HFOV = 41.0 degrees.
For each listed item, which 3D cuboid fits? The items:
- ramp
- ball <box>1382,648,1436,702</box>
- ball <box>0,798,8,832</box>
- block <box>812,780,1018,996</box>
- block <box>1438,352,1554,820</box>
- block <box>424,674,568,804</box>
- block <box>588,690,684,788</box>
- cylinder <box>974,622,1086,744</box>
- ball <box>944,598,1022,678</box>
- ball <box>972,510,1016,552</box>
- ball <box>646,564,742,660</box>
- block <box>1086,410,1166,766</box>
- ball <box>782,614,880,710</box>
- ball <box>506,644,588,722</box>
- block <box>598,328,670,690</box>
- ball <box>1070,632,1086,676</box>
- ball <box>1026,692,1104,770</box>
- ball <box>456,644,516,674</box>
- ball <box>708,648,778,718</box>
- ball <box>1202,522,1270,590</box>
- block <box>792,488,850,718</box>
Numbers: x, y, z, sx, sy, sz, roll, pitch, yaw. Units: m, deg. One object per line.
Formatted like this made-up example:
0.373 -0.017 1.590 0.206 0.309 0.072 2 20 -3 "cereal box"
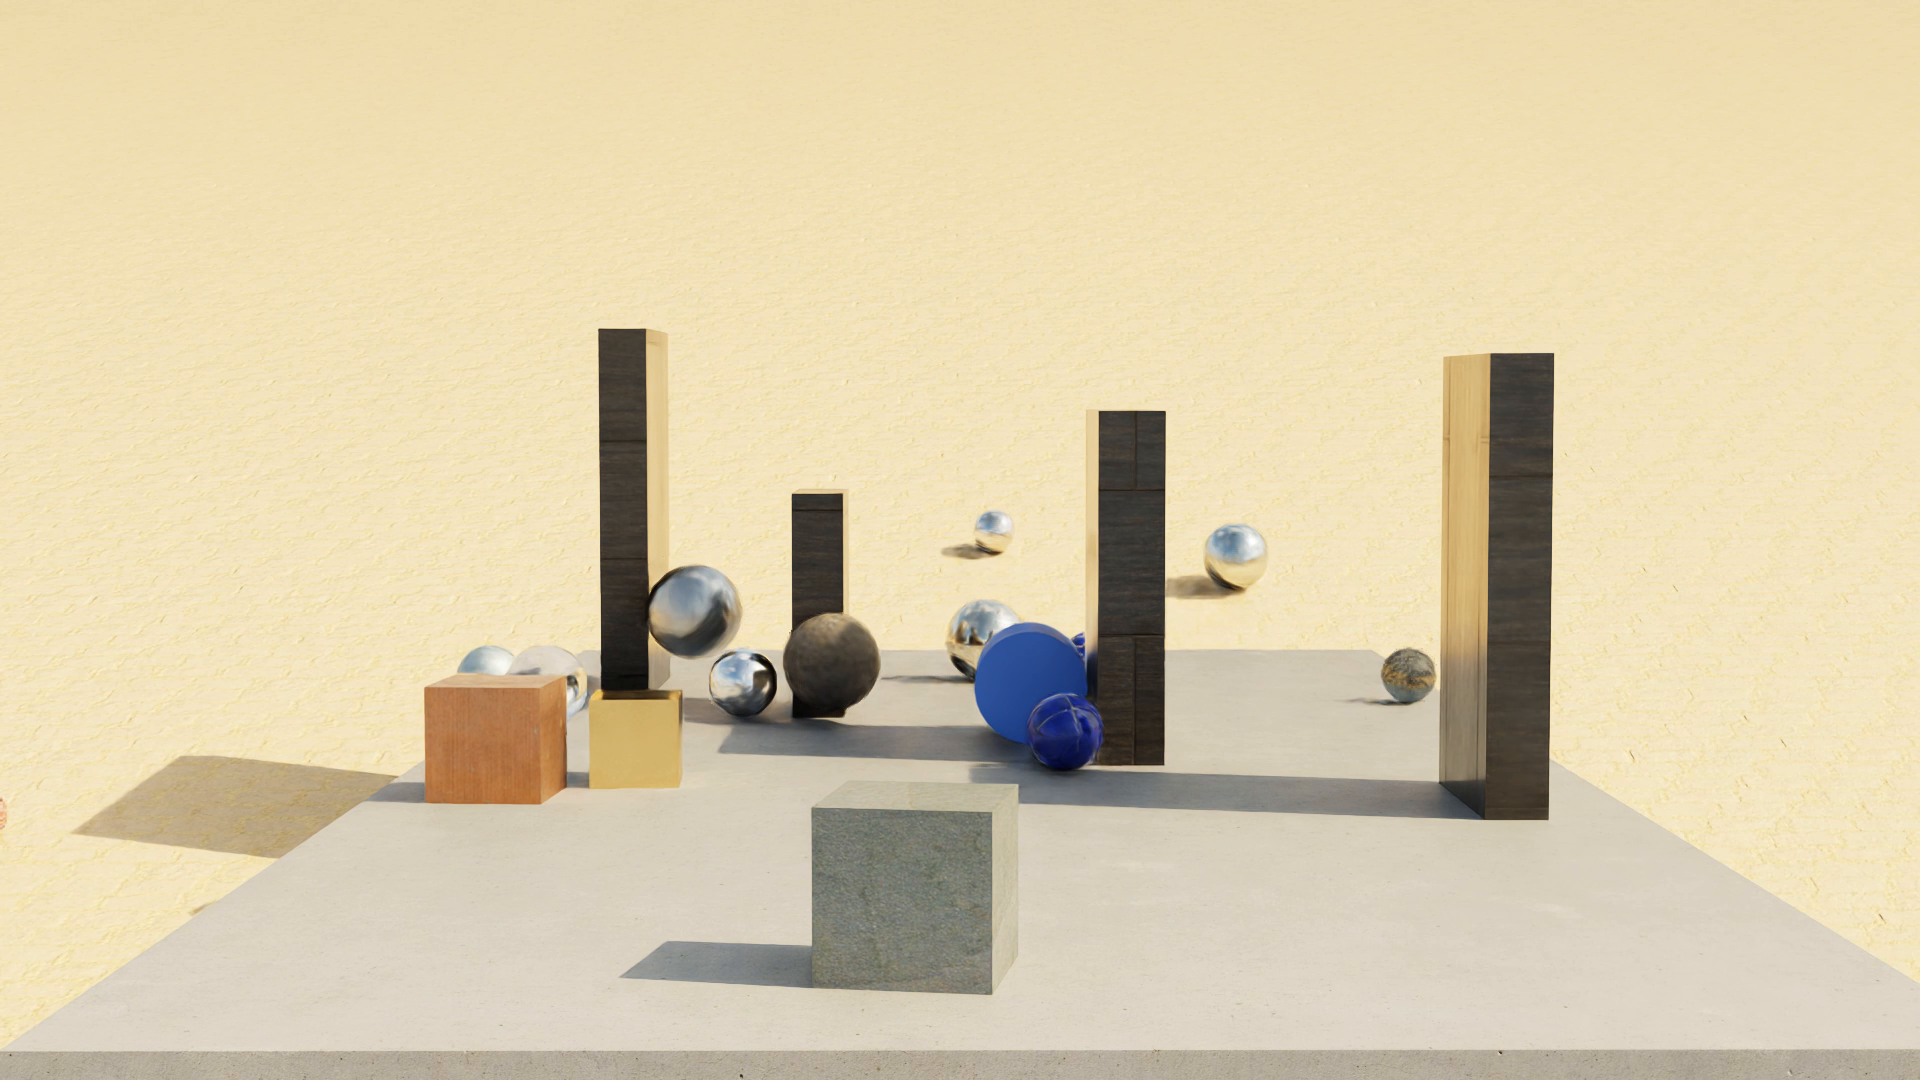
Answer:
0.049 0.441 4.532 2.000 0.100 4.000 0 3 0 "ramp"
0.943 0.284 5.396 0.115 0.115 0.115 0 21 0 "ball"
-2.194 0.615 5.745 0.121 0.121 0.121 0 21 0 "ball"
-0.047 0.384 2.873 0.199 0.199 0.199 0 3 9 "block"
0.845 0.062 4.068 0.097 0.708 0.374 0 3 0 "block"
-0.747 0.320 4.150 0.185 0.185 0.185 0 3 4 "block"
-0.540 0.331 4.293 0.146 0.146 0.146 0 3 -3 "block"
0.133 0.268 4.866 0.208 0.208 0.208 0 3 1 "cylinder"
0.059 0.226 5.809 0.186 0.186 0.186 0 21 0 "ball"
0.099 -0.026 7.416 0.124 0.124 0.124 0 21 0 "ball"
-0.563 0.153 5.444 0.204 0.204 0.204 0 21 0 "ball"
0.298 0.073 4.678 0.117 0.618 0.433 0 3 0 "block"
-0.252 0.240 5.043 0.191 0.191 0.191 0 21 0 "ball"
-0.805 0.284 4.995 0.162 0.162 0.162 0 21 0 "ball"
-0.716 -0.067 5.670 0.102 0.787 0.416 0 3 0 "block"
0.291 0.262 5.790 0.115 0.115 0.115 0 21 0 "ball"
0.180 0.330 4.419 0.134 0.134 0.134 0 21 0 "ball"
-0.970 0.283 5.292 0.133 0.133 0.133 0 21 0 "ball"
-0.435 0.286 5.160 0.139 0.139 0.139 0 21 0 "ball"
0.767 0.044 7.146 0.186 0.186 0.186 0 21 0 "ball"
-0.285 0.124 5.271 0.104 0.450 0.277 0 3 0 "block"
